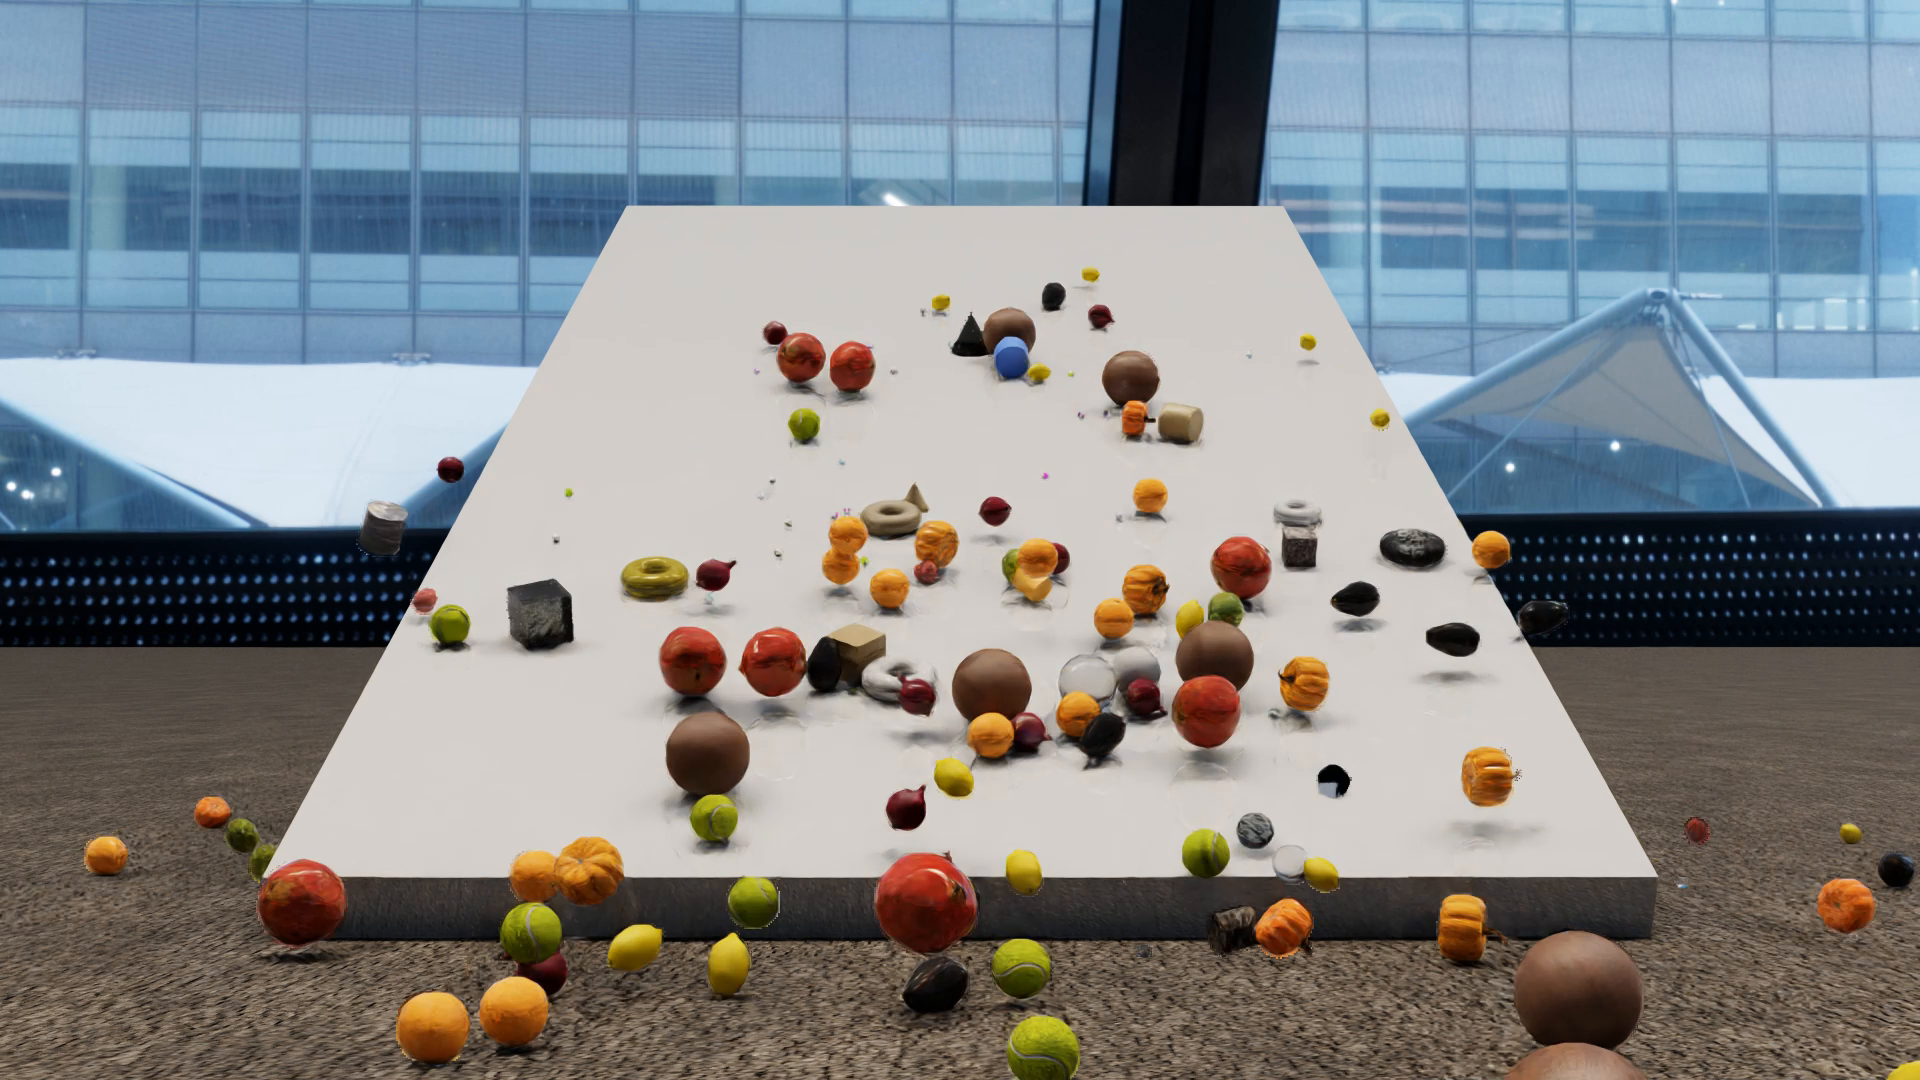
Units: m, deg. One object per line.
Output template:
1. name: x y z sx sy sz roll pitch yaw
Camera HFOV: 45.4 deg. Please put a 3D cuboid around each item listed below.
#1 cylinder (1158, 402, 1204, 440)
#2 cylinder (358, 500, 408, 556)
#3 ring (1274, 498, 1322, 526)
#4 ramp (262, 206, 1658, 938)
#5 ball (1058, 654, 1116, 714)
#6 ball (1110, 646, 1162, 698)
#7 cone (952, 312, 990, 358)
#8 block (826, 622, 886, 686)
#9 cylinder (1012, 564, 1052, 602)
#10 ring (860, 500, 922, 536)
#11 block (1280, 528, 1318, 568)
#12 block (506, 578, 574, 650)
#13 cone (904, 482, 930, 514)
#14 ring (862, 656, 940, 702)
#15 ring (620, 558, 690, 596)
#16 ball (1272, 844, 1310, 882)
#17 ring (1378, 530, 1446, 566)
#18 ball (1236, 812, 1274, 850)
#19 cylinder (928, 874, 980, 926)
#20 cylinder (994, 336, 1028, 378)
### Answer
1. cylinder: 0.483 -0.259 5.025 0.074 0.074 0.074 -7 -6 33
2. cylinder: -1.102 -0.023 4.389 0.077 0.077 0.077 17 25 -8
3. ring: 0.675 -0.057 4.583 0.098 0.033 0.098 0 23 0
4. ramp: -0.007 -0.221 5.162 2.000 0.100 4.000 0 22 0
5. ball: 0.209 0.236 3.772 0.097 0.097 0.097 0 -3 0
6. ball: 0.292 0.220 3.827 0.085 0.085 0.085 0 -3 0
7. cone: 0.027 -0.508 5.606 0.098 0.098 0.098 0 22 0
8. block: -0.177 0.194 3.906 0.072 0.072 0.072 17 28 36
9. cylinder: 0.132 0.079 4.200 0.052 0.052 0.052 40 21 31
10. ring: -0.137 -0.043 4.535 0.123 0.041 0.123 -1 23 0
11. block: 0.646 0.014 4.374 0.058 0.058 0.058 0 22 0
12. block: -0.738 0.131 4.039 0.087 0.087 0.087 -12 25 -27
13. cone: -0.092 -0.091 4.625 0.060 0.060 0.060 0 22 0
14. ring: -0.100 0.232 3.851 0.131 0.044 0.131 1 22 0
15. ring: -0.565 0.068 4.256 0.128 0.043 0.128 1 22 0
16. ball: 0.472 0.461 3.273 0.055 0.055 0.055 0 -3 0
17. ring: 0.866 0.014 4.397 0.126 0.042 0.126 0 21 0
18. ball: 0.432 0.426 3.360 0.054 0.054 0.054 0 -3 0
19. cylinder: -0.008 0.497 3.163 0.053 0.053 0.053 25 6 18
20. cylinder: 0.123 -0.434 5.447 0.080 0.080 0.080 0 22 0
